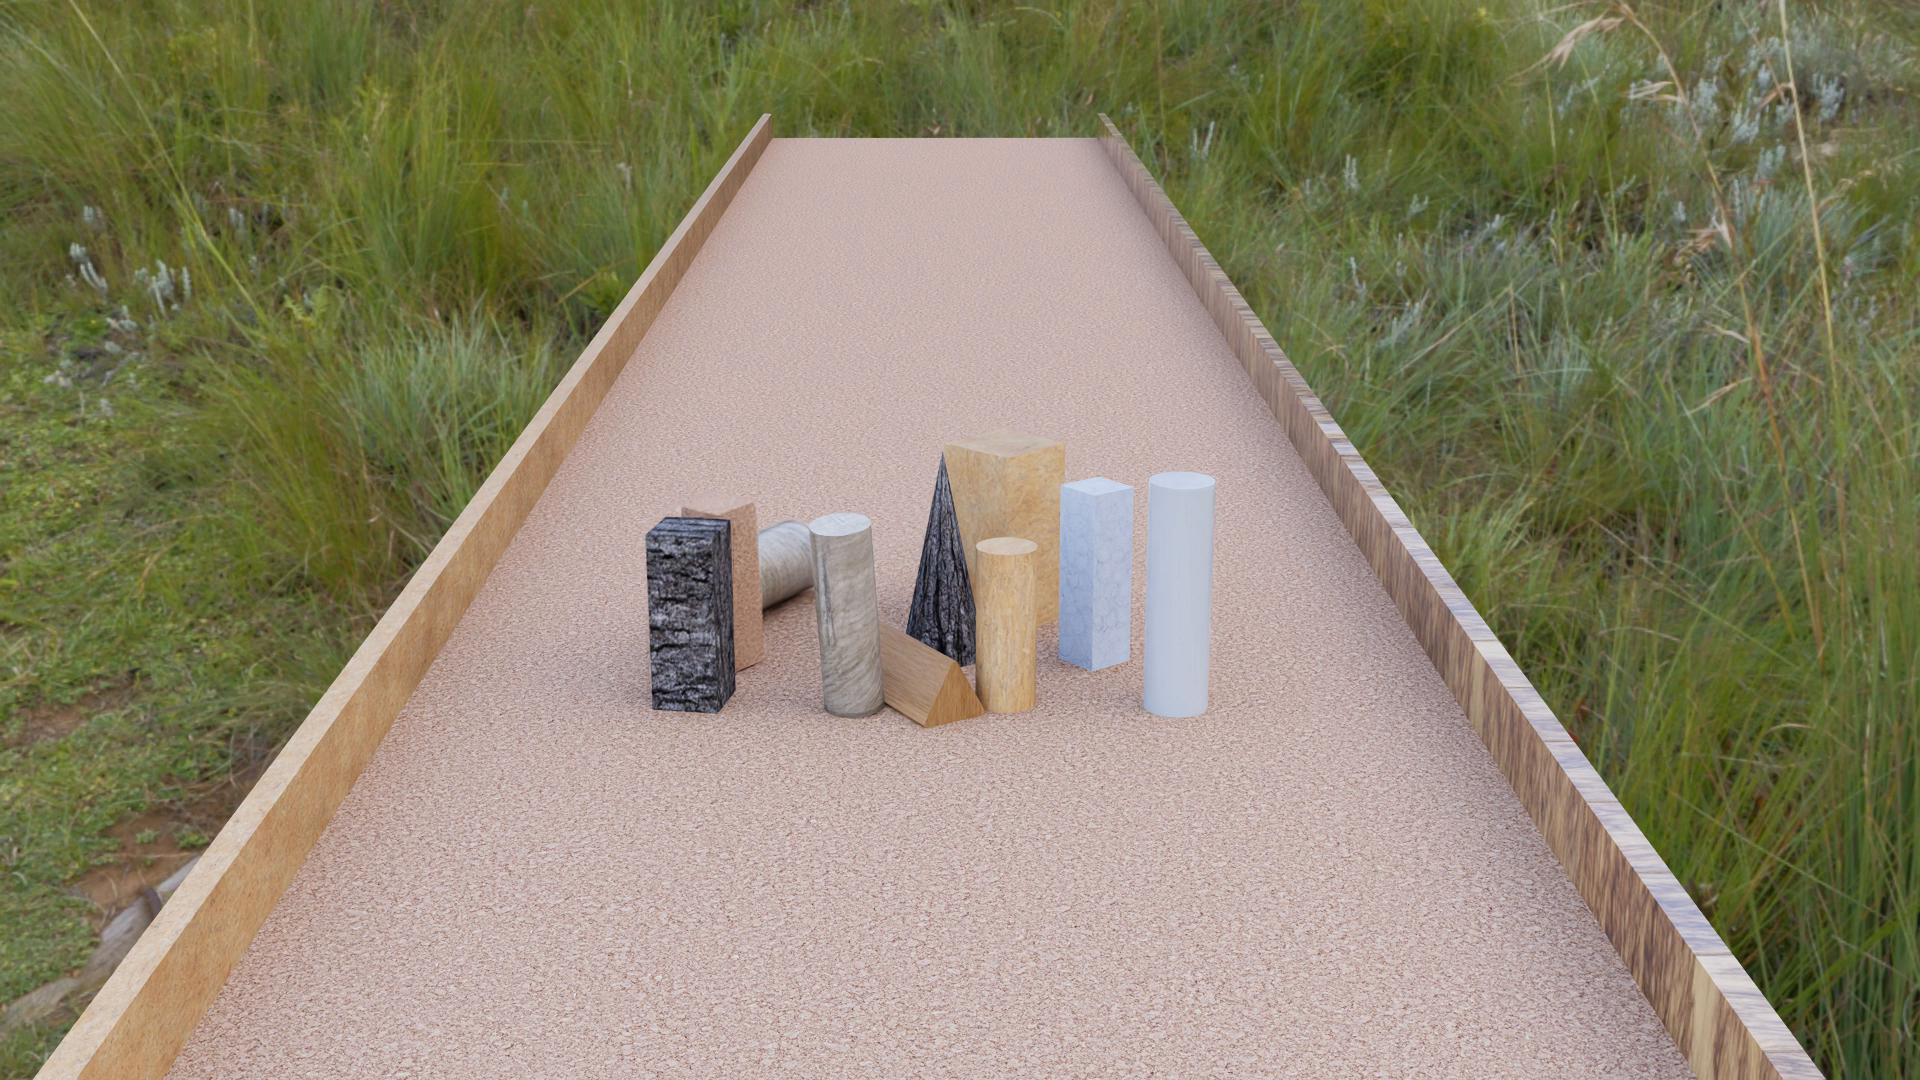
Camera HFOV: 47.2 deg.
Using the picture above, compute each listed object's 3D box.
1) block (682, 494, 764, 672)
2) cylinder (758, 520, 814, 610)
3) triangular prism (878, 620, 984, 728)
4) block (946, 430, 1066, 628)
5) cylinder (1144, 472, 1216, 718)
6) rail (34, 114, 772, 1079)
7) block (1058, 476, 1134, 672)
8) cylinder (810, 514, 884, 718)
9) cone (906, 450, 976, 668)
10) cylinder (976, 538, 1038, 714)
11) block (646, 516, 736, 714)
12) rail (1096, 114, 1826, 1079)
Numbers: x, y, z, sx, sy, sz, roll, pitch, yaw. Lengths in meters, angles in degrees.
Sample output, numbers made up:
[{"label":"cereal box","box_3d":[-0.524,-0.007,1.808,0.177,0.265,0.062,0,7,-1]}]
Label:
[{"label":"block","box_3d":[-0.466,0.087,4.344,0.101,0.332,0.101,12,23,36]},{"label":"cylinder","box_3d":[-0.465,0.084,4.664,0.158,0.158,0.407,10,19,30]},{"label":"triangular prism","box_3d":[-0.104,0.236,4.218,0.134,0.116,0.360,-10,19,-30]},{"label":"block","box_3d":[0.094,-0.017,4.611,0.176,0.383,0.176,15,22,42]},{"label":"cylinder","box_3d":[0.408,0.102,4.105,0.122,0.443,0.122,0,17,0]},{"label":"rail","box_3d":[-1.118,-0.838,7.780,0.050,0.150,12.000,0,17,-1]},{"label":"block","box_3d":[0.269,0.067,4.369,0.101,0.361,0.101,-13,21,-37]},{"label":"cylinder","box_3d":[-0.209,0.141,4.089,0.114,0.367,0.114,-3,22,1]},{"label":"cone","box_3d":[-0.034,0.027,4.388,0.169,0.427,0.169,0,17,0]},{"label":"cylinder","box_3d":[0.087,0.160,4.143,0.115,0.310,0.115,0,17,0]},{"label":"block","box_3d":[-0.507,0.141,4.150,0.127,0.344,0.127,3,17,10]},{"label":"rail","box_3d":[0.932,-0.844,7.801,0.050,0.150,12.000,0,17,-1]}]
